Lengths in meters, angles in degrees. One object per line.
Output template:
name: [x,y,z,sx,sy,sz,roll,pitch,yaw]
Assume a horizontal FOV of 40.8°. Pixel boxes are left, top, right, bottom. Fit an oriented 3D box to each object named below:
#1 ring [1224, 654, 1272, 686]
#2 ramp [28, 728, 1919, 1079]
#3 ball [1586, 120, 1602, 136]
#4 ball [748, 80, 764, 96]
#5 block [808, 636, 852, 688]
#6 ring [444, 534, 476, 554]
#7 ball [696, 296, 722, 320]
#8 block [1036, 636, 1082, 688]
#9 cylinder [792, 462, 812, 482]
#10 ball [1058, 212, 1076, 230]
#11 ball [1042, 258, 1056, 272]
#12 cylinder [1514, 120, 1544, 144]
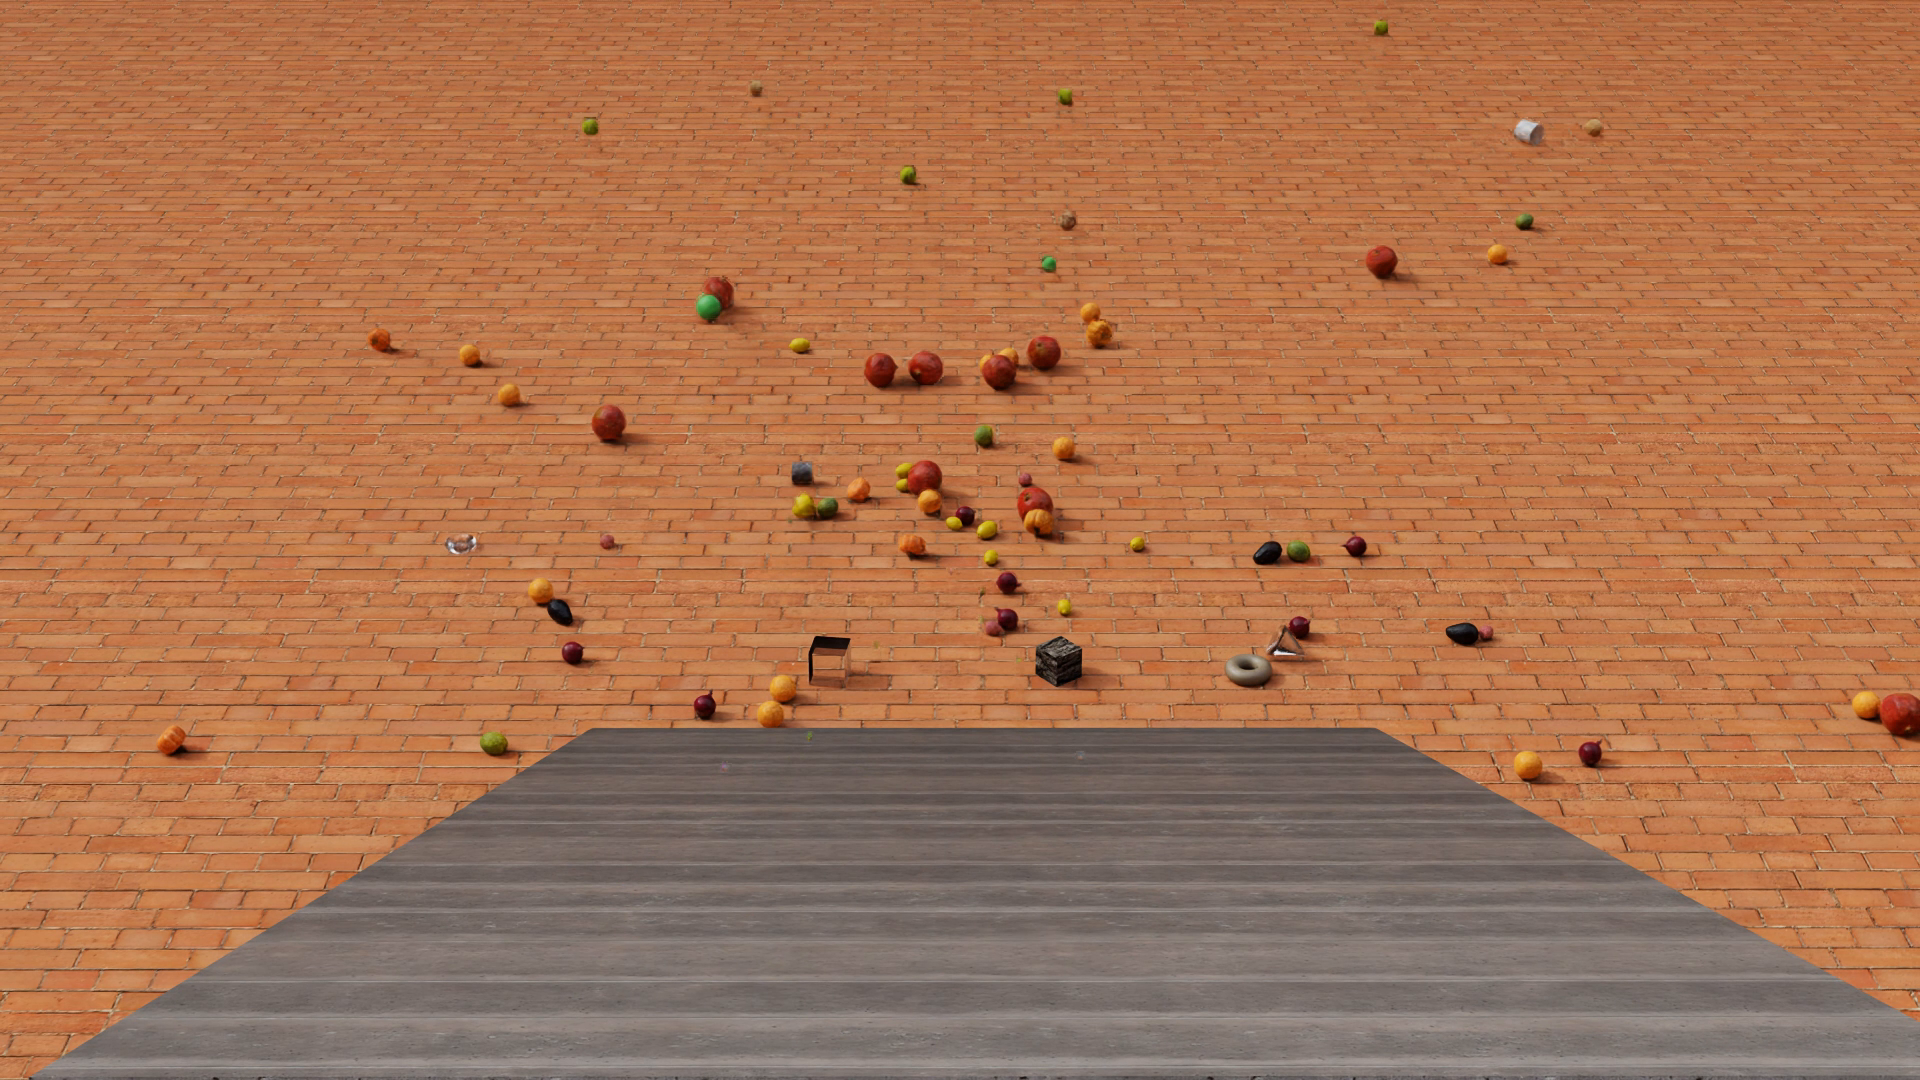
ring: [0.781,0.351,6.991,0.130,0.043,0.130,-1,28,0]
ramp: [0.062,0.559,4.597,2.000,0.100,4.000,0,1,0]
ball: [2.700,-1.756,11.005,0.072,0.072,0.072,0,28,0]
ball: [-0.909,-2.012,11.502,0.066,0.066,0.066,0,28,0]
block: [-0.351,0.329,6.973,0.098,0.098,0.098,4,28,7]
ring: [-1.481,0.010,7.659,0.092,0.031,0.092,0,29,0]
ball: [-0.894,-0.828,9.204,0.089,0.089,0.089,0,28,0]
block: [0.267,0.328,6.984,0.089,0.089,0.089,-20,34,-33]
cylinder: [-0.492,-0.209,8.046,0.061,0.061,0.061,2,28,0]
ball: [0.416,-1.237,10.010,0.069,0.069,0.069,0,28,0]
ball: [0.334,-1.027,9.623,0.054,0.054,0.054,0,28,0]
cylinder: [2.411,-1.726,10.930,0.087,0.087,0.087,-19,33,-32]
